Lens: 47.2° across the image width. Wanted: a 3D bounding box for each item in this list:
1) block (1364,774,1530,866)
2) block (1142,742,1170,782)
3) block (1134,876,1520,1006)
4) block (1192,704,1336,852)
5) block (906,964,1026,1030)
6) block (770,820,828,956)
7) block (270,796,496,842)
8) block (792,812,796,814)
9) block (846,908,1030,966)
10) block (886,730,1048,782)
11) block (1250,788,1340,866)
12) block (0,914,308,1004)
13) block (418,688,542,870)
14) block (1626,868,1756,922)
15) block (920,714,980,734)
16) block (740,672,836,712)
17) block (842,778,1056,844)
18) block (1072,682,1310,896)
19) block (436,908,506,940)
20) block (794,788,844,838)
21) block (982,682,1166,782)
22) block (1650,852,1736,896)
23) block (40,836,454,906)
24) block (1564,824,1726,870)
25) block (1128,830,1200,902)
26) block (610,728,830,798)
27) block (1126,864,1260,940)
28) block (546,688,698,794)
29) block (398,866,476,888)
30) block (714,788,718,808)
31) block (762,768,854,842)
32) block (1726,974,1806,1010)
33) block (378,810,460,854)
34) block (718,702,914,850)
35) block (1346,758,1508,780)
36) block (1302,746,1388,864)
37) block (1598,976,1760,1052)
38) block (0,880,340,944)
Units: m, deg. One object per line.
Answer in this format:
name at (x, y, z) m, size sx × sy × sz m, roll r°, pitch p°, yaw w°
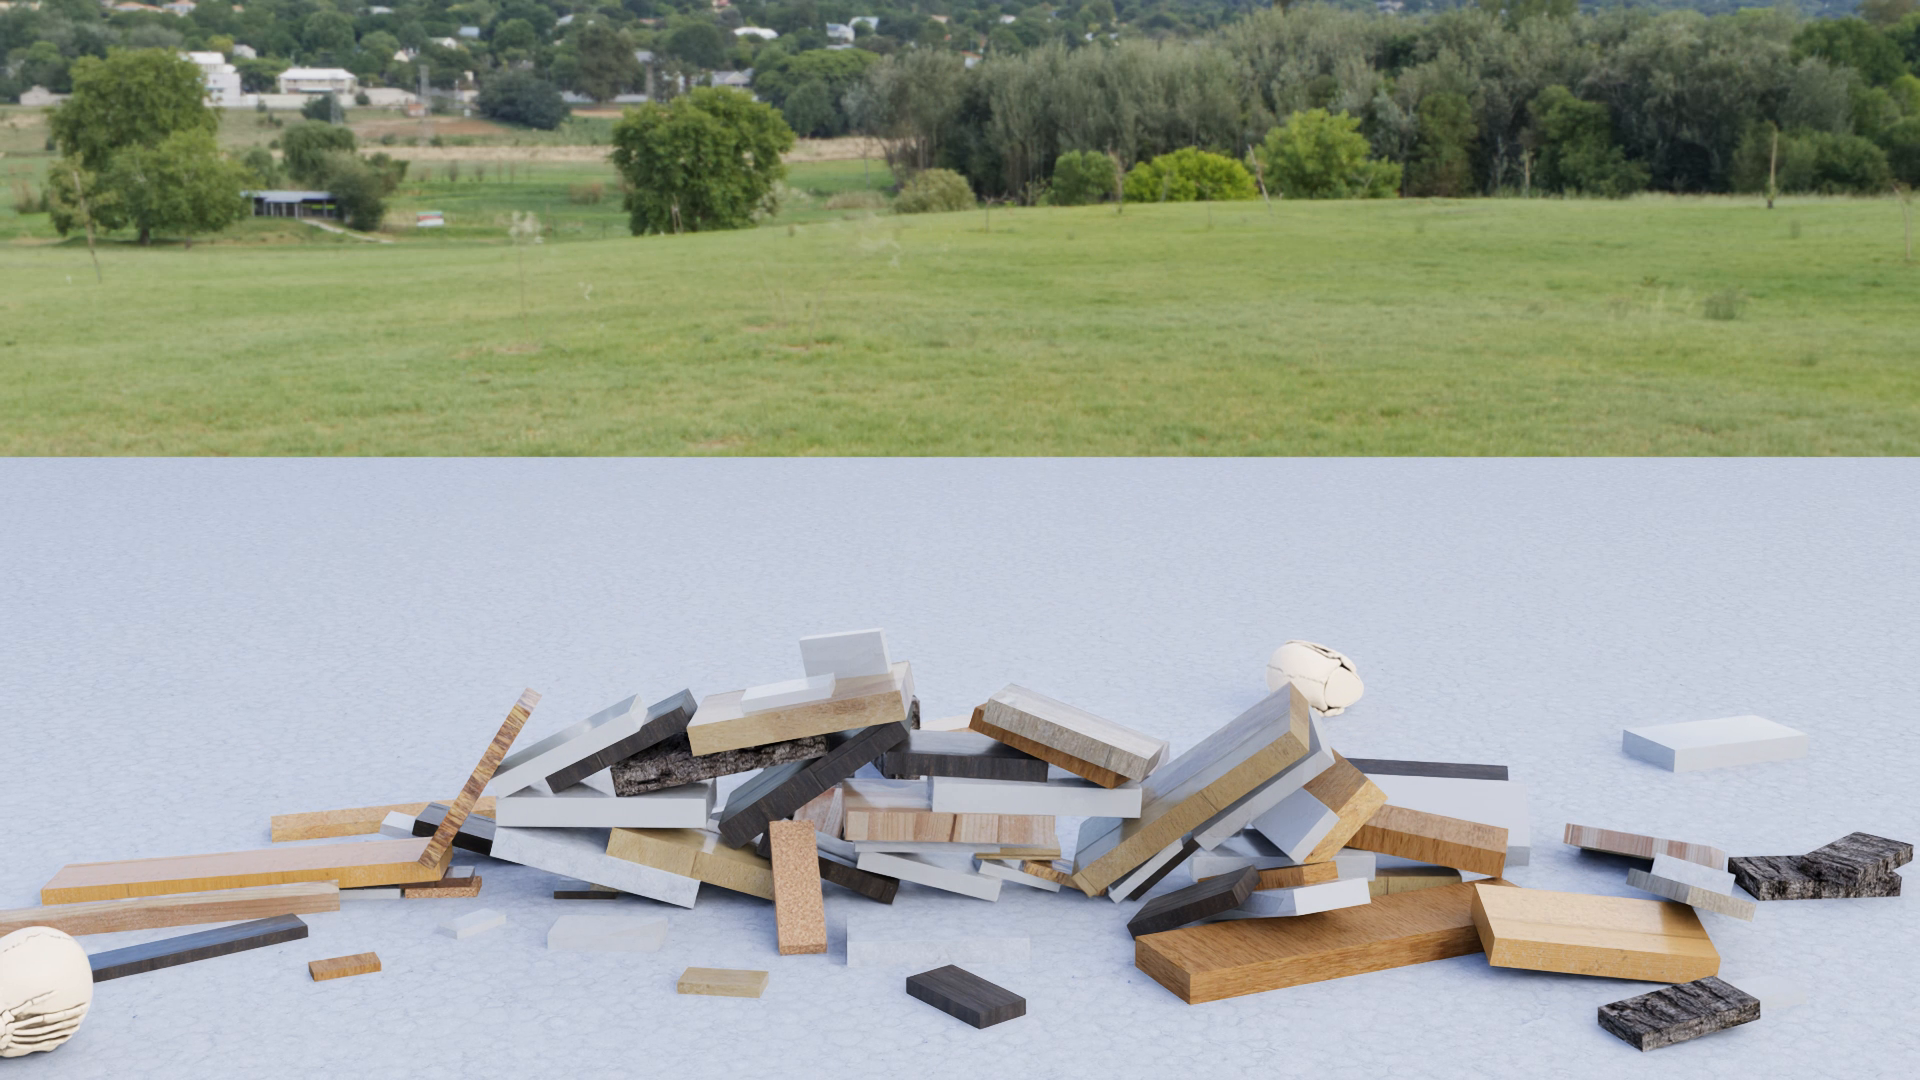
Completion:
block at (0.790, 0.491, 3.894) m, size 0.417 × 0.047 × 0.164 m, roll 2°, pitch 37°, yaw 10°
block at (0.337, 0.445, 4.356) m, size 0.123 × 0.035 × 0.246 m, roll 2°, pitch 11°, yaw 13°
block at (0.609, 0.615, 3.406) m, size 0.676 × 0.047 × 0.167 m, roll -5°, pitch 11°, yaw -24°
block at (0.490, 0.391, 3.625) m, size 0.263 × 0.037 × 0.131 m, roll -38°, pitch 26°, yaw 18°
block at (0.008, 0.664, 3.203) m, size 0.086 × 0.024 × 0.172 m, roll -8°, pitch 13°, yaw -38°
block at (-0.259, 0.550, 3.502) m, size 0.073 × 0.021 × 0.276 m, roll -1°, pitch 36°, yaw -8°
block at (-1.047, 0.510, 4.031) m, size 0.410 × 0.024 × 0.086 m, roll -3°, pitch 11°, yaw -18°
block at (-0.328, 0.471, 3.991) m, size 0.062 × 0.018 × 0.124 m, roll 0°, pitch 11°, yaw -3°
block at (-0.037, 0.616, 3.420) m, size 0.278 × 0.039 × 0.138 m, roll -1°, pitch 11°, yaw -4°
block at (0.013, 0.356, 3.641) m, size 0.263 × 0.037 × 0.131 m, roll 3°, pitch 12°, yaw 0°
block at (0.515, 0.433, 3.601) m, size 0.028 × 0.099 × 0.278 m, roll 43°, pitch -2°, yaw -25°
block at (-1.245, 0.638, 3.358) m, size 0.484 × 0.020 × 0.070 m, roll -8°, pitch 13°, yaw -35°
block at (-0.783, 0.389, 3.588) m, size 0.029 × 0.315 × 0.102 m, roll 32°, pitch 10°, yaw -6°
block at (1.145, 0.556, 3.460) m, size 0.100 × 0.028 × 0.356 m, roll 16°, pitch -3°, yaw 4°
block at (-0.027, 0.399, 4.630) m, size 0.170 × 0.024 × 0.085 m, roll -7°, pitch 13°, yaw -33°
block at (-0.278, 0.248, 3.573) m, size 0.146 × 0.021 × 0.073 m, roll -10°, pitch 12°, yaw 6°
block at (-0.023, 0.448, 3.637) m, size 0.339 × 0.048 × 0.170 m, roll 2°, pitch 12°, yaw -6°
block at (0.376, 0.408, 3.598) m, size 0.450 × 0.048 × 0.170 m, roll -37°, pitch 13°, yaw 21°
block at (-0.779, 0.613, 3.509) m, size 0.050 × 0.014 × 0.099 m, roll 8°, pitch 13°, yaw 37°
block at (-0.251, 0.501, 3.890) m, size 0.085 × 0.024 × 0.170 m, roll 5°, pitch 34°, yaw 6°
block at (0.186, 0.311, 3.575) m, size 0.275 × 0.039 × 0.138 m, roll 20°, pitch 12°, yaw 13°
block at (1.188, 0.543, 3.567) m, size 0.122 × 0.035 × 0.244 m, roll 15°, pitch -3°, yaw 19°
block at (-1.181, 0.554, 3.664) m, size 0.643 × 0.036 × 0.127 m, roll -4°, pitch 11°, yaw -3°
block at (1.179, 0.530, 3.790) m, size 0.244 × 0.035 × 0.122 m, roll 6°, pitch -8°, yaw 31°
block at (0.336, 0.534, 3.652) m, size 0.145 × 0.021 × 0.072 m, roll -42°, pitch 8°, yaw 10°
block at (-0.394, 0.345, 3.656) m, size 0.351 × 0.050 × 0.176 m, roll -11°, pitch 10°, yaw 0°
block at (0.366, 0.568, 3.444) m, size 0.198 × 0.028 × 0.099 m, roll -25°, pitch 3°, yaw 31°
block at (-0.560, 0.331, 3.642) m, size 0.254 × 0.036 × 0.127 m, roll -26°, pitch 10°, yaw 2°
block at (-0.874, 0.564, 3.675) m, size 0.117 × 0.017 × 0.059 m, roll -1°, pitch 11°, yaw -4°
block at (-0.568, 0.459, 4.239) m, size 0.174 × 0.049 × 0.348 m, roll -2°, pitch 11°, yaw -10°
block at (-0.285, 0.482, 4.117) m, size 0.174 × 0.049 × 0.387 m, roll 0°, pitch 11°, yaw -2°
block at (1.158, 0.664, 3.216) m, size 0.137 × 0.019 × 0.068 m, roll -3°, pitch 11°, yaw -18°
block at (-0.941, 0.512, 3.858) m, size 0.140 × 0.020 × 0.070 m, roll 15°, pitch 11°, yaw -3°
block at (-0.239, 0.377, 3.681) m, size 0.351 × 0.050 × 0.176 m, roll -34°, pitch 9°, yaw 8°
block at (0.828, 0.473, 3.995) m, size 0.328 × 0.047 × 0.164 m, roll 2°, pitch 35°, yaw 10°
block at (0.584, 0.426, 3.666) m, size 0.047 × 0.167 × 0.335 m, roll 43°, pitch 1°, yaw -14°
block at (1.017, 0.669, 3.112) m, size 0.200 × 0.028 × 0.100 m, roll -10°, pitch 13°, yaw -19°
block at (-1.302, 0.595, 3.506) m, size 0.602 × 0.049 × 0.014 m, roll -3°, pitch 11°, yaw -16°
